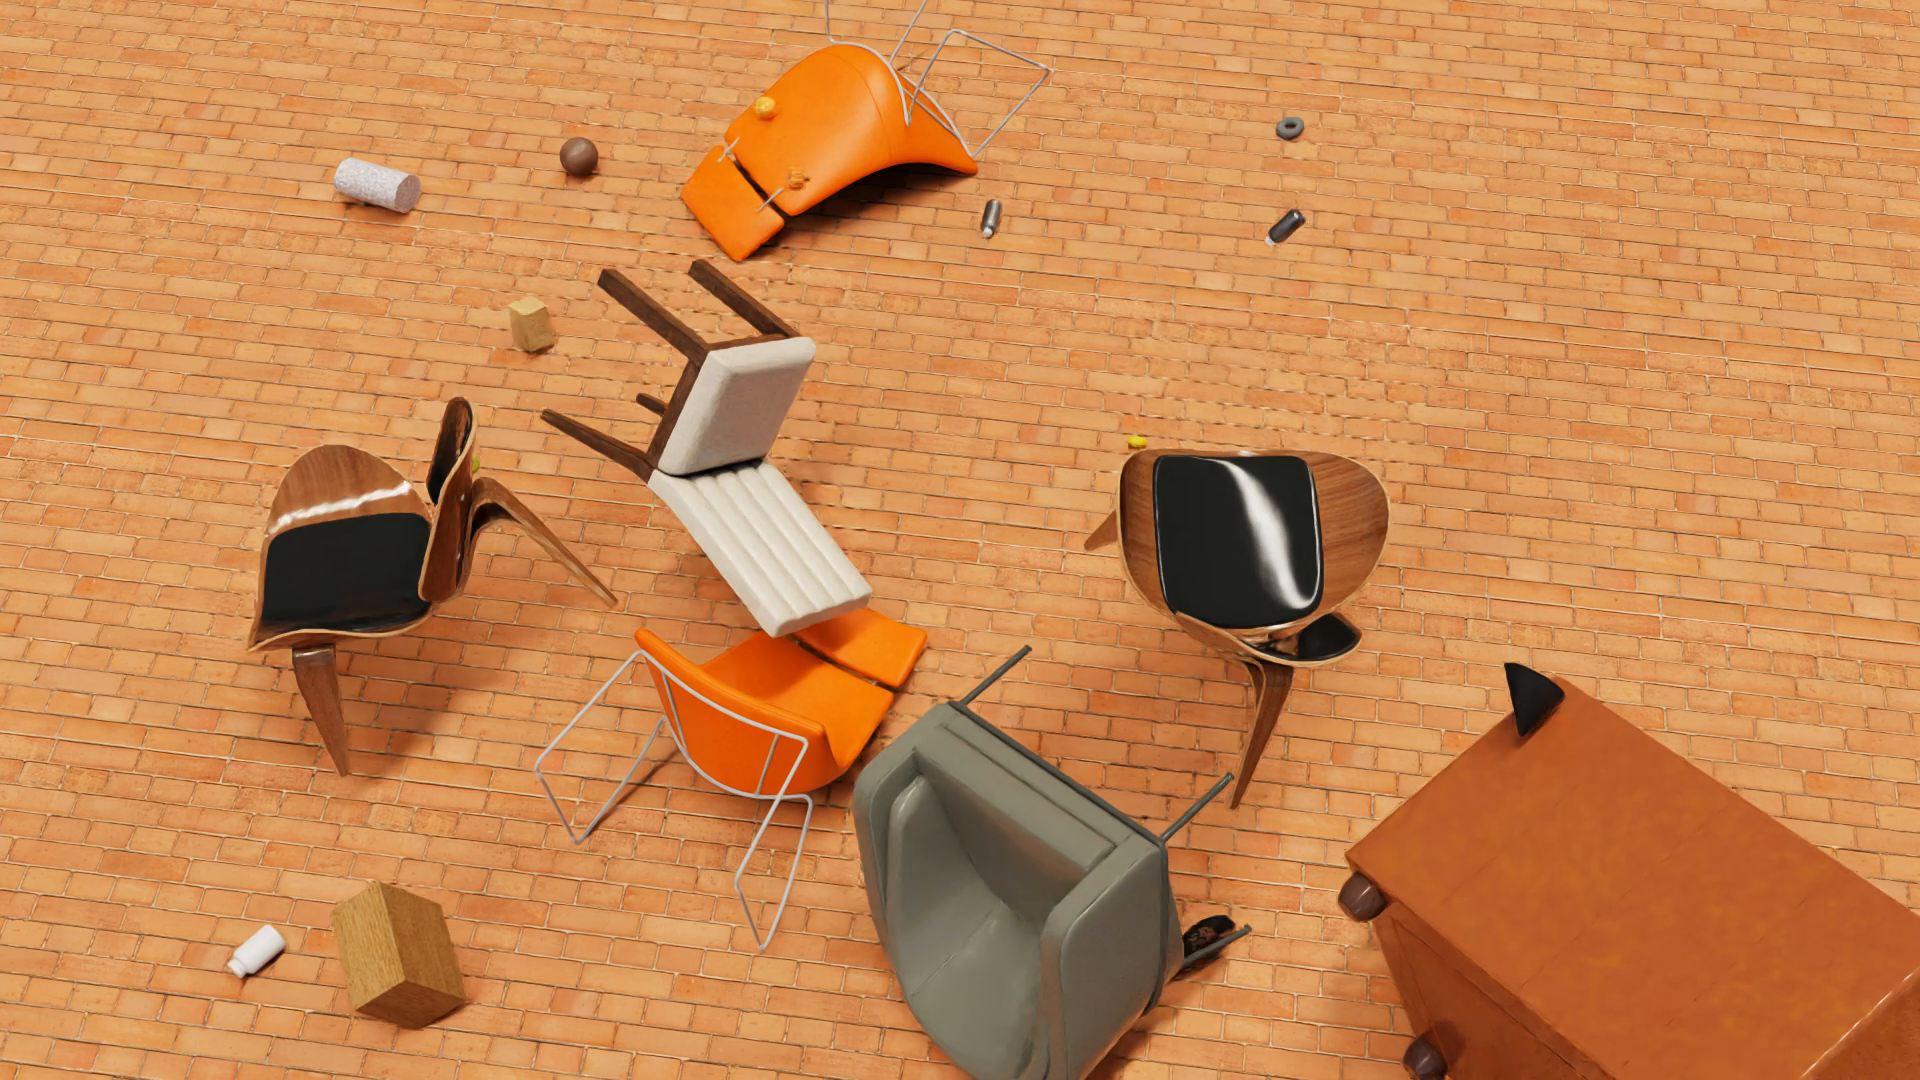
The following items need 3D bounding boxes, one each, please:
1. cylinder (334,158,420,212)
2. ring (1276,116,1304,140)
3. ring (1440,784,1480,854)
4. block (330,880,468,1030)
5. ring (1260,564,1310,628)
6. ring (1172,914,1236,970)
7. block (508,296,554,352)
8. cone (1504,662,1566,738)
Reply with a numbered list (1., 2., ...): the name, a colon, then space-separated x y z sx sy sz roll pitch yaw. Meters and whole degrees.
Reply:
1. cylinder: -1.926 -1.174 7.274 0.225 0.127 0.169 17 18 11
2. ring: 1.125 -1.405 7.495 0.107 0.037 0.083 -29 60 -19
3. ring: 1.368 0.762 6.010 0.095 0.057 0.213 -28 51 27
4. block: -1.448 1.072 5.670 0.162 0.261 0.289 -32 58 11
5. ring: 0.943 0.162 6.376 0.056 0.125 0.217 35 93 -9
6. ring: 0.638 1.055 5.763 0.200 0.171 0.053 -27 52 -18
7. block: -1.353 -0.681 6.930 0.088 0.134 0.093 -31 46 -32
8. cone: 1.312 0.393 5.083 0.206 0.096 0.144 33 67 -31
